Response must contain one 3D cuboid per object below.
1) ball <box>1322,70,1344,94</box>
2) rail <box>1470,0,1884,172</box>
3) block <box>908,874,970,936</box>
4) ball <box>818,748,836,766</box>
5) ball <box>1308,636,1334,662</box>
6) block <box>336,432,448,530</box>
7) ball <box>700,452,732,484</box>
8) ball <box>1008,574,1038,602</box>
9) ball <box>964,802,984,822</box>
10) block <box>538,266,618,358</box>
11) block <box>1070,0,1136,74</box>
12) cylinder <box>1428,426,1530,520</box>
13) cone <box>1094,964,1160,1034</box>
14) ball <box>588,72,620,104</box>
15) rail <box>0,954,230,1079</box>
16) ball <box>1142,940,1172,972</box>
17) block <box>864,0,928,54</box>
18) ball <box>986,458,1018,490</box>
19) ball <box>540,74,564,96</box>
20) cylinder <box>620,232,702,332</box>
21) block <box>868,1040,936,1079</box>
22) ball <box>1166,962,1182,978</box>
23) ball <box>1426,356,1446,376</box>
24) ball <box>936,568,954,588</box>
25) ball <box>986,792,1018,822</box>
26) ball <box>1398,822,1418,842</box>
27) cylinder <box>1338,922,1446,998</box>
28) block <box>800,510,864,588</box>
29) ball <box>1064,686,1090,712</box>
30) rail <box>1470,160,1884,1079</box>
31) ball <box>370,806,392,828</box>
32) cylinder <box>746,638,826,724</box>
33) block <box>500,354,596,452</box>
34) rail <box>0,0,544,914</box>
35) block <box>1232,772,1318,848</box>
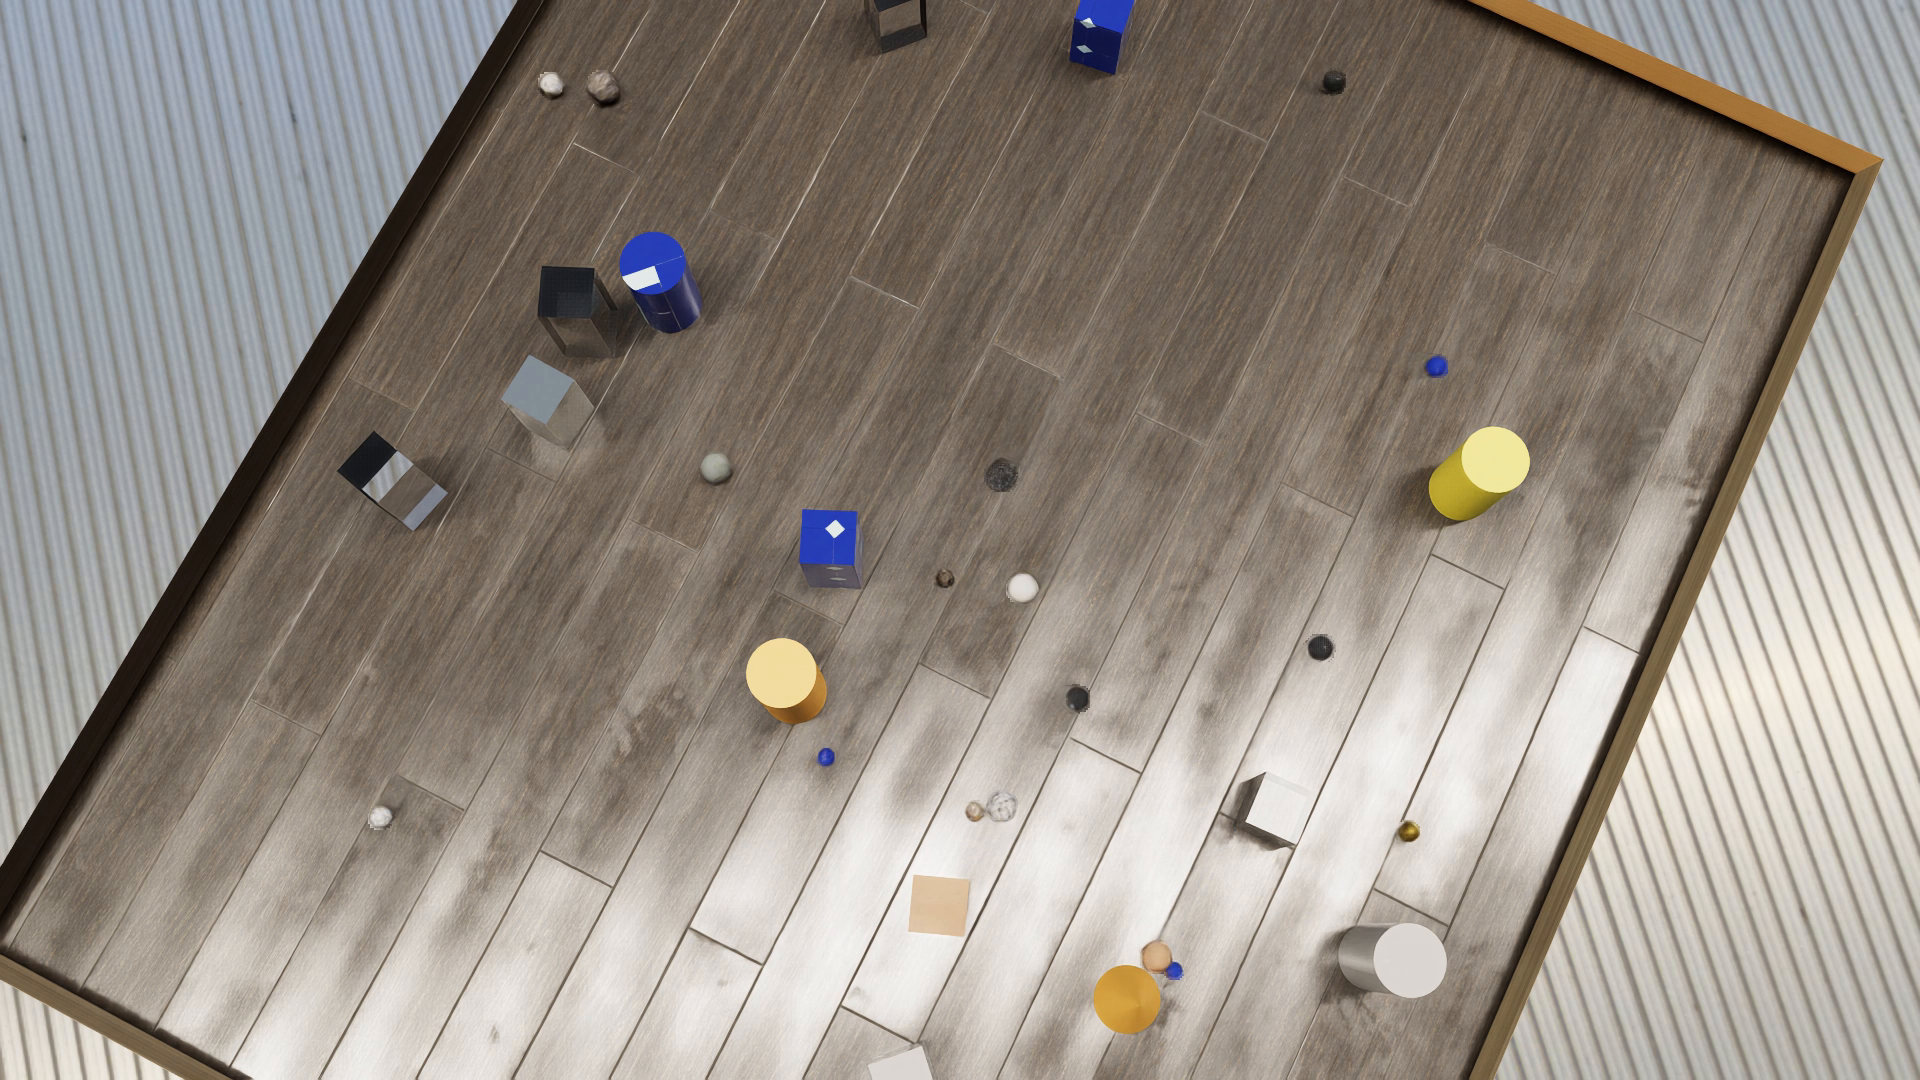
[{"bbox_3d":[1.199,-1.470,5.885,0.071,0.071,0.071,0,78,0],"label":"ball"},{"bbox_3d":[1.052,-2.054,5.976,4.092,0.127,0.045,26,80,5],"label":"rail"},{"bbox_3d":[-0.059,1.044,5.228,0.156,0.338,0.156,5,78,1],"label":"block"},{"bbox_3d":[-0.398,0.645,5.457,0.051,0.051,0.051,0,78,0],"label":"ball"},{"bbox_3d":[1.084,0.325,5.510,0.077,0.077,0.077,0,78,0],"label":"ball"},{"bbox_3d":[-1.688,-0.172,5.466,0.156,0.365,0.156,39,81,7],"label":"block"},{"bbox_3d":[-0.747,-0.220,5.614,0.094,0.094,0.094,0,78,0],"label":"ball"},{"bbox_3d":[0.191,0.145,5.541,0.090,0.090,0.090,0,78,0],"label":"ball"},{"bbox_3d":[0.043,0.805,5.421,0.057,0.057,0.057,0,78,0],"label":"ball"},{"bbox_3d":[-1.155,-0.688,5.562,0.156,0.386,0.156,2,78,0],"label":"block"},{"bbox_3d":[0.453,-1.630,5.809,0.156,0.285,0.156,19,79,4],"label":"block"},{"bbox_3d":[1.542,-0.193,5.463,0.195,0.379,0.195,0,78,0],"label":"cylinder"},{"bbox_3d":[0.487,1.298,5.146,0.195,0.396,0.195,0,78,0],"label":"cone"},{"bbox_3d":[-1.140,-1.449,5.867,0.097,0.097,0.097,0,78,0],"label":"ball"},{"bbox_3d":[-1.052,2.068,5.123,4.092,0.127,0.045,26,80,5],"label":"rail"},{"bbox_3d":[0.571,1.209,5.321,0.089,0.089,0.089,0,78,0],"label":"ball"},{"bbox_3d":[-0.208,-1.703,5.826,0.156,0.279,0.156,-21,79,-4],"label":"block"},{"bbox_3d":[0.130,-0.201,5.608,0.098,0.098,0.098,0,78,0],"label":"ball"},{"bbox_3d":[-1.310,-1.461,5.882,0.072,0.072,0.072,0,78,0],"label":"ball"},{"bbox_3d":[-0.909,-0.782,5.594,0.195,0.362,0.195,0,78,0],"label":"cylinder"},{"bbox_3d":[-0.154,1.520,5.164,0.156,0.270,0.156,-19,79,-4],"label":"block"},{"bbox_3d":[0.623,1.252,5.333,0.048,0.048,0.048,0,78,0],"label":"ball"},{"bbox_3d":[1.481,-0.539,5.696,0.063,0.063,0.063,0,78,0],"label":"ball"},{"bbox_3d":[-0.045,0.116,5.563,0.059,0.059,0.059,0,78,0],"label":"ball"},{"bbox_3d":[0.123,0.788,5.406,0.092,0.092,0.092,0,78,0],"label":"ball"},{"bbox_3d":[1.324,0.863,5.408,0.059,0.059,0.059,0,78,0],"label":"ball"},{"bbox_3d":[1.205,1.173,5.134,0.195,0.470,0.195,0,78,0],"label":"cylinder"},{"bbox_3d":[-0.376,0.031,5.414,0.156,0.385,0.156,2,78,0],"label":"block"},{"bbox_3d":[0.350,0.475,5.481,0.073,0.073,0.073,0,78,0],"label":"ball"},{"bbox_3d":[1.809,0.892,5.366,0.045,0.127,4.753,26,80,5],"label":"rail"},{"bbox_3d":[-1.711,0.819,5.415,0.062,0.062,0.062,0,78,0],"label":"ball"},{"bbox_3d":[-0.498,0.414,5.316,0.195,0.422,0.195,0,78,0],"label":"cylinder"},{"bbox_3d":[-1.239,-0.409,5.535,0.156,0.325,0.156,29,80,6],"label":"block"},{"bbox_3d":[-1.809,-0.879,5.733,0.045,0.127,4.753,26,80,5],"label":"rail"},{"bbox_3d":[0.912,0.785,5.321,0.156,0.260,0.156,24,79,5],"label":"block"}]
